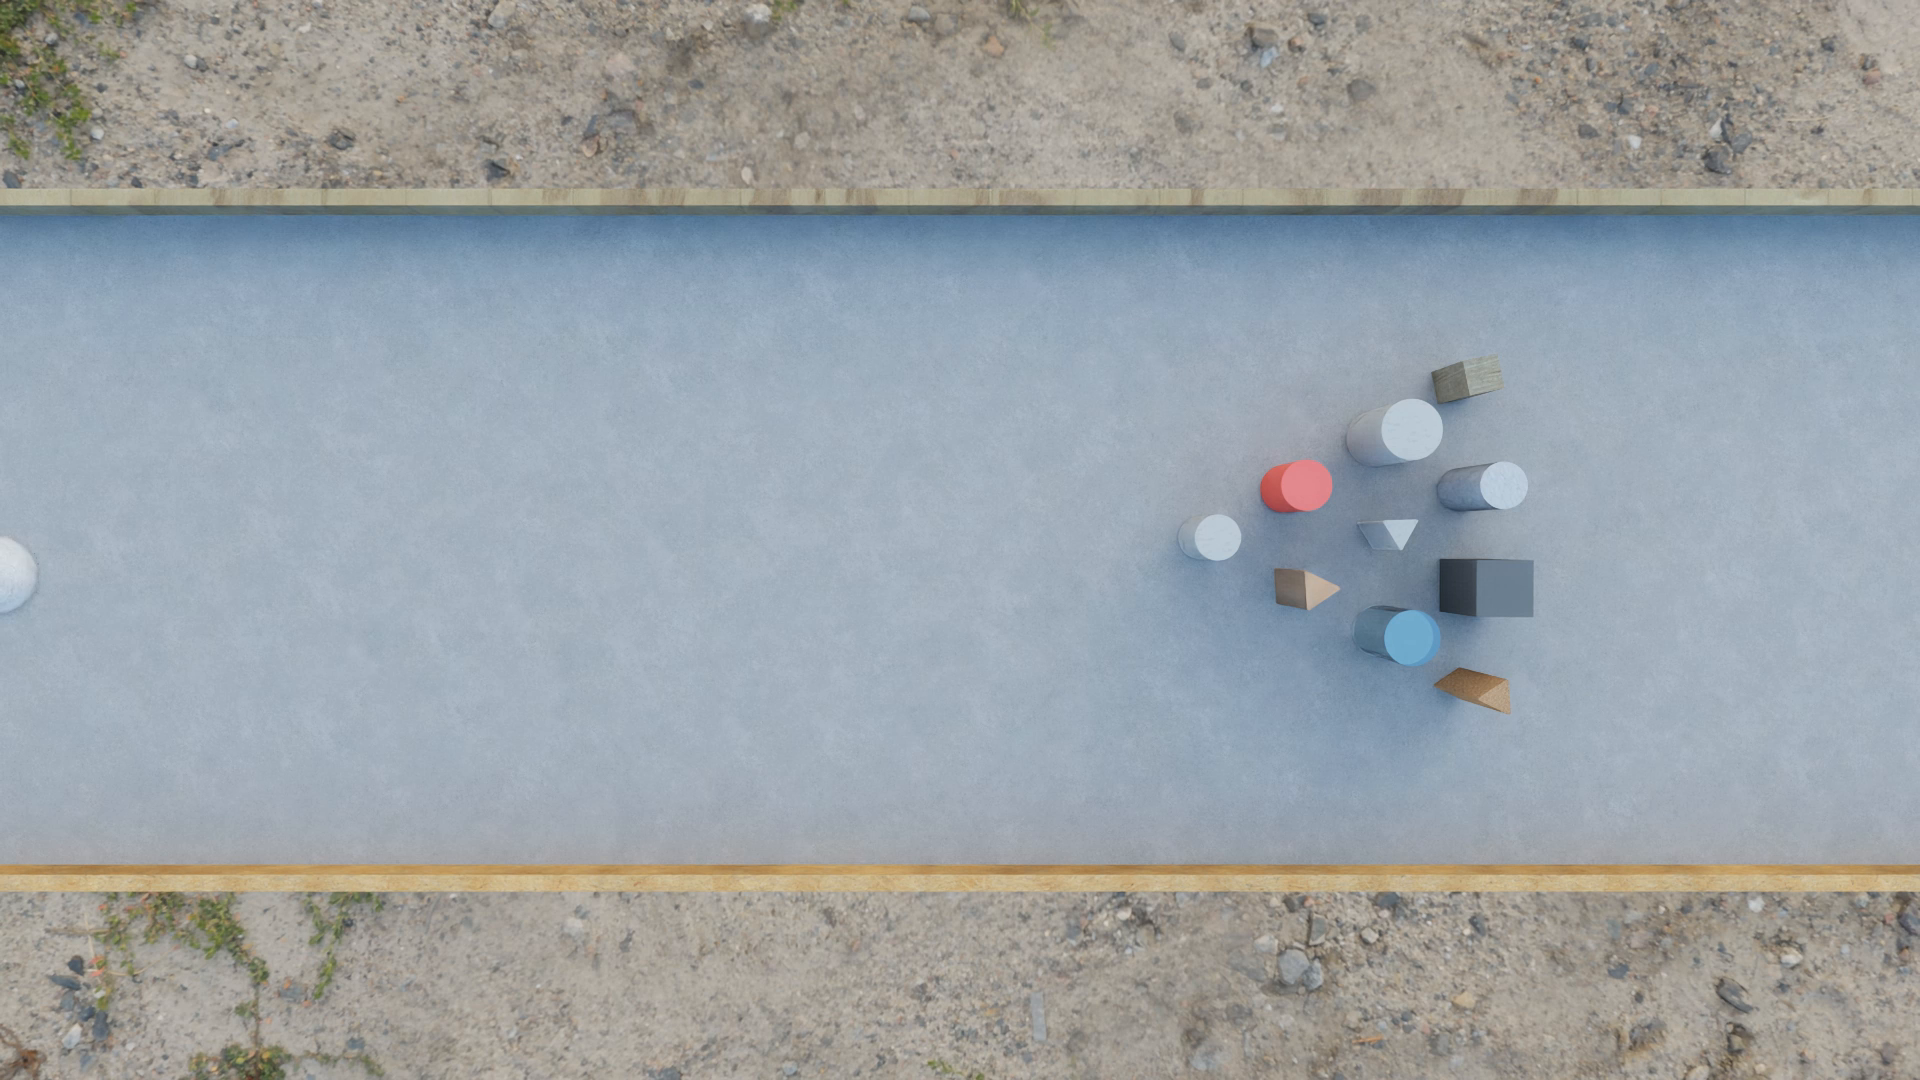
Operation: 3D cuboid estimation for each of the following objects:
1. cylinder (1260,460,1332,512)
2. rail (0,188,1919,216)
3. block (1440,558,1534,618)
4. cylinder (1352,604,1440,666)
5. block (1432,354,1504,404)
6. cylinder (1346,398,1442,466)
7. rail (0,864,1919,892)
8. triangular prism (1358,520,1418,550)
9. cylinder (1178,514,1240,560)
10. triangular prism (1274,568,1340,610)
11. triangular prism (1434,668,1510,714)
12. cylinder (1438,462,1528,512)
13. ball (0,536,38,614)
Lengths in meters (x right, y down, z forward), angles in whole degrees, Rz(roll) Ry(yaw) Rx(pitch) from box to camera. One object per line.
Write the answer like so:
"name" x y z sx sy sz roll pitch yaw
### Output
"cylinder" 0.998 -0.158 4.912 0.148 0.328 0.148 0 90 0
"rail" -2.247 -1.025 5.002 12.000 0.150 0.050 0 90 0
"block" 1.558 0.139 4.894 0.163 0.364 0.163 0 90 0
"cylinder" 1.287 0.279 4.883 0.161 0.387 0.161 0 90 0
"block" 1.511 -0.478 4.917 0.102 0.320 0.102 -12 90 0
"cylinder" 1.276 -0.312 4.865 0.174 0.423 0.174 0 90 0
"rail" -2.247 1.025 5.001 12.000 0.150 0.050 0 90 0
"triangular prism" 1.285 -0.035 4.919 0.085 0.314 0.098 -31 90 0
"cylinder" 0.738 -0.007 4.897 0.132 0.359 0.132 0 90 0
"triangular prism" 0.995 0.127 4.851 0.109 0.451 0.095 -34 90 0
"triangular prism" 1.521 0.430 4.856 0.099 0.441 0.085 26 90 0
"cylinder" 1.537 -0.154 4.868 0.135 0.418 0.135 0 90 0
"ball" -2.910 0.105 4.957 0.240 0.240 0.240 0 90 0
